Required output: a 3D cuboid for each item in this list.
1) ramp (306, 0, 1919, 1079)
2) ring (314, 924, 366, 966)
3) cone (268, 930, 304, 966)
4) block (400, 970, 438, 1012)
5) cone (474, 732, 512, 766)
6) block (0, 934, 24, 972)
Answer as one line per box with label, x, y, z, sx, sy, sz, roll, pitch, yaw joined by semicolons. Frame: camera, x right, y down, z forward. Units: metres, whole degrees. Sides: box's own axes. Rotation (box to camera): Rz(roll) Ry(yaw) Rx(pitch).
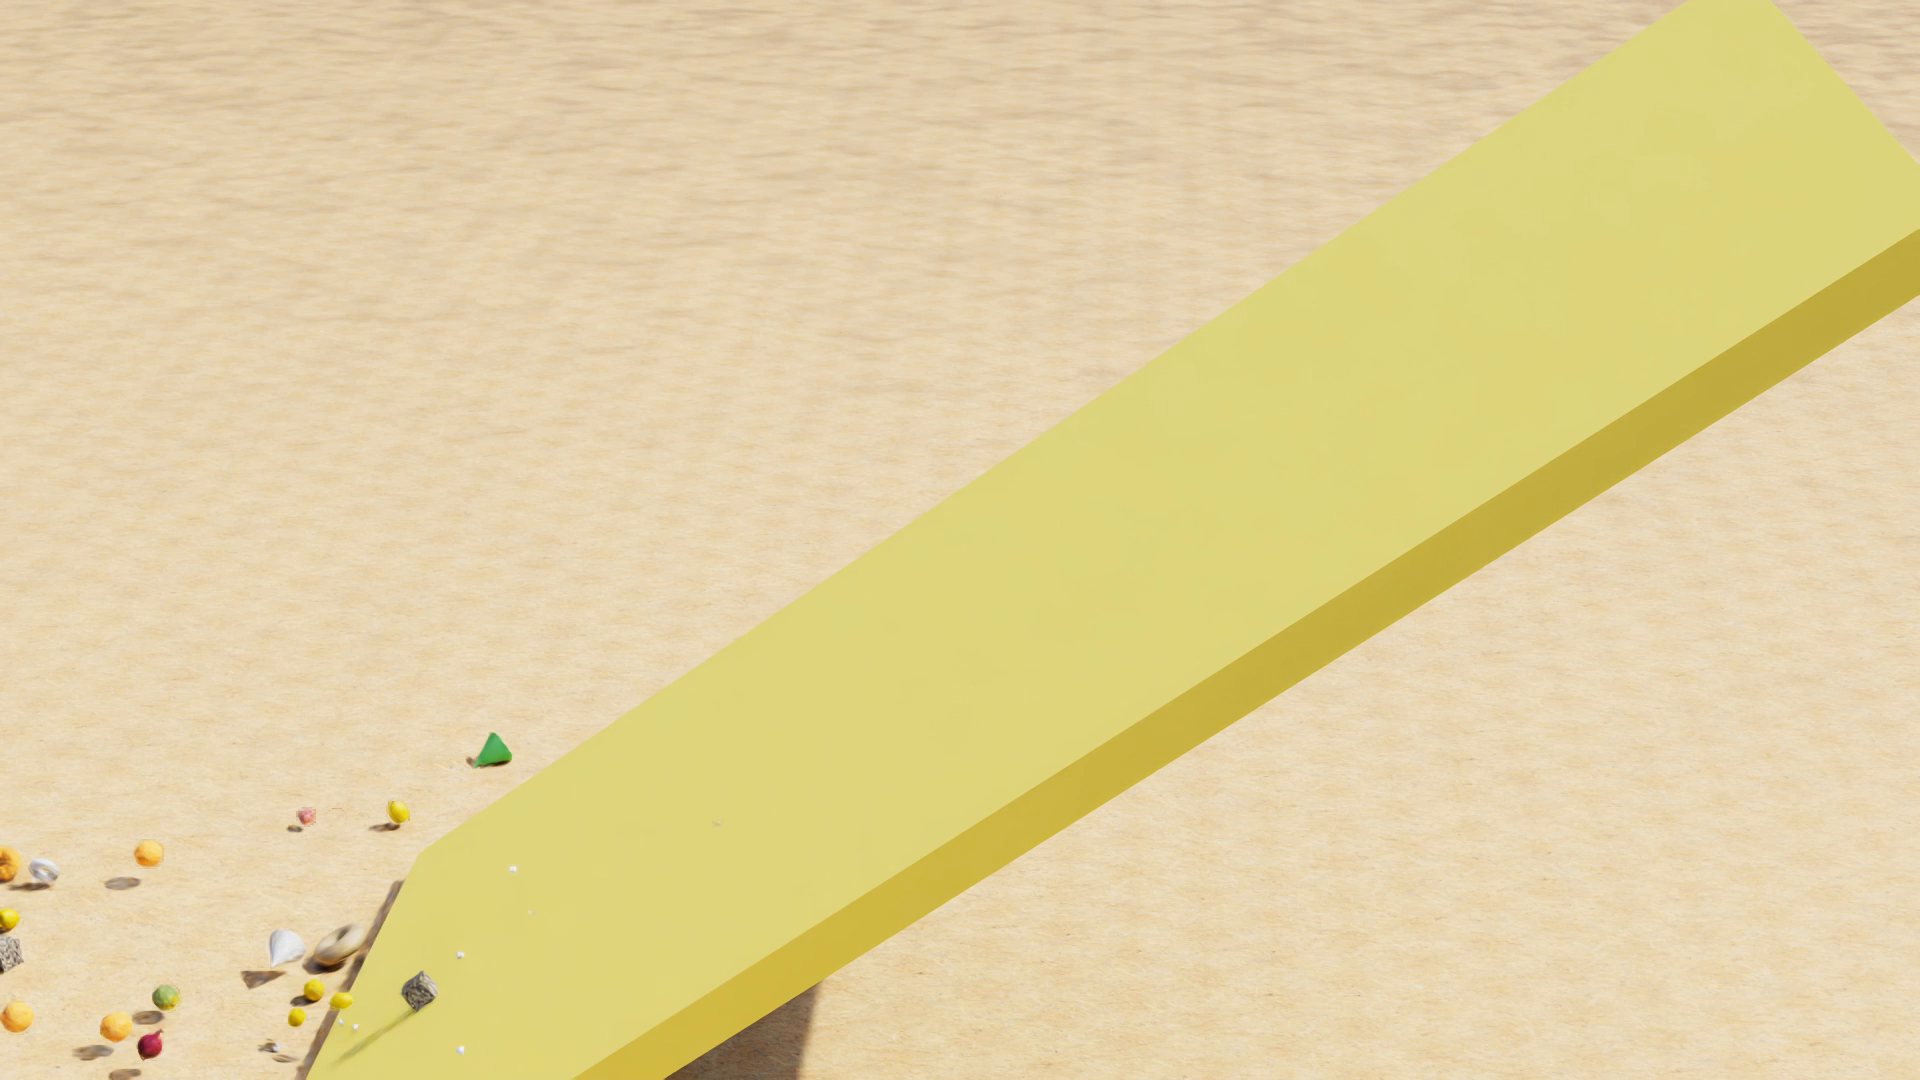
ramp;0.131;0.177;6.317;4.000;0.100;2.000;-34;16;16
ring;-1.562;1.019;7.406;0.145;0.048;0.145;-27;17;9
cone;-1.691;1.034;7.303;0.097;0.097;0.097;4;24;9
block;-1.223;1.021;6.656;0.056;0.056;0.056;-36;16;7
cone;-1.353;0.619;8.431;0.099;0.099;0.099;-37;36;-19
block;-2.404;1.039;7.384;0.064;0.064;0.064;8;23;30
